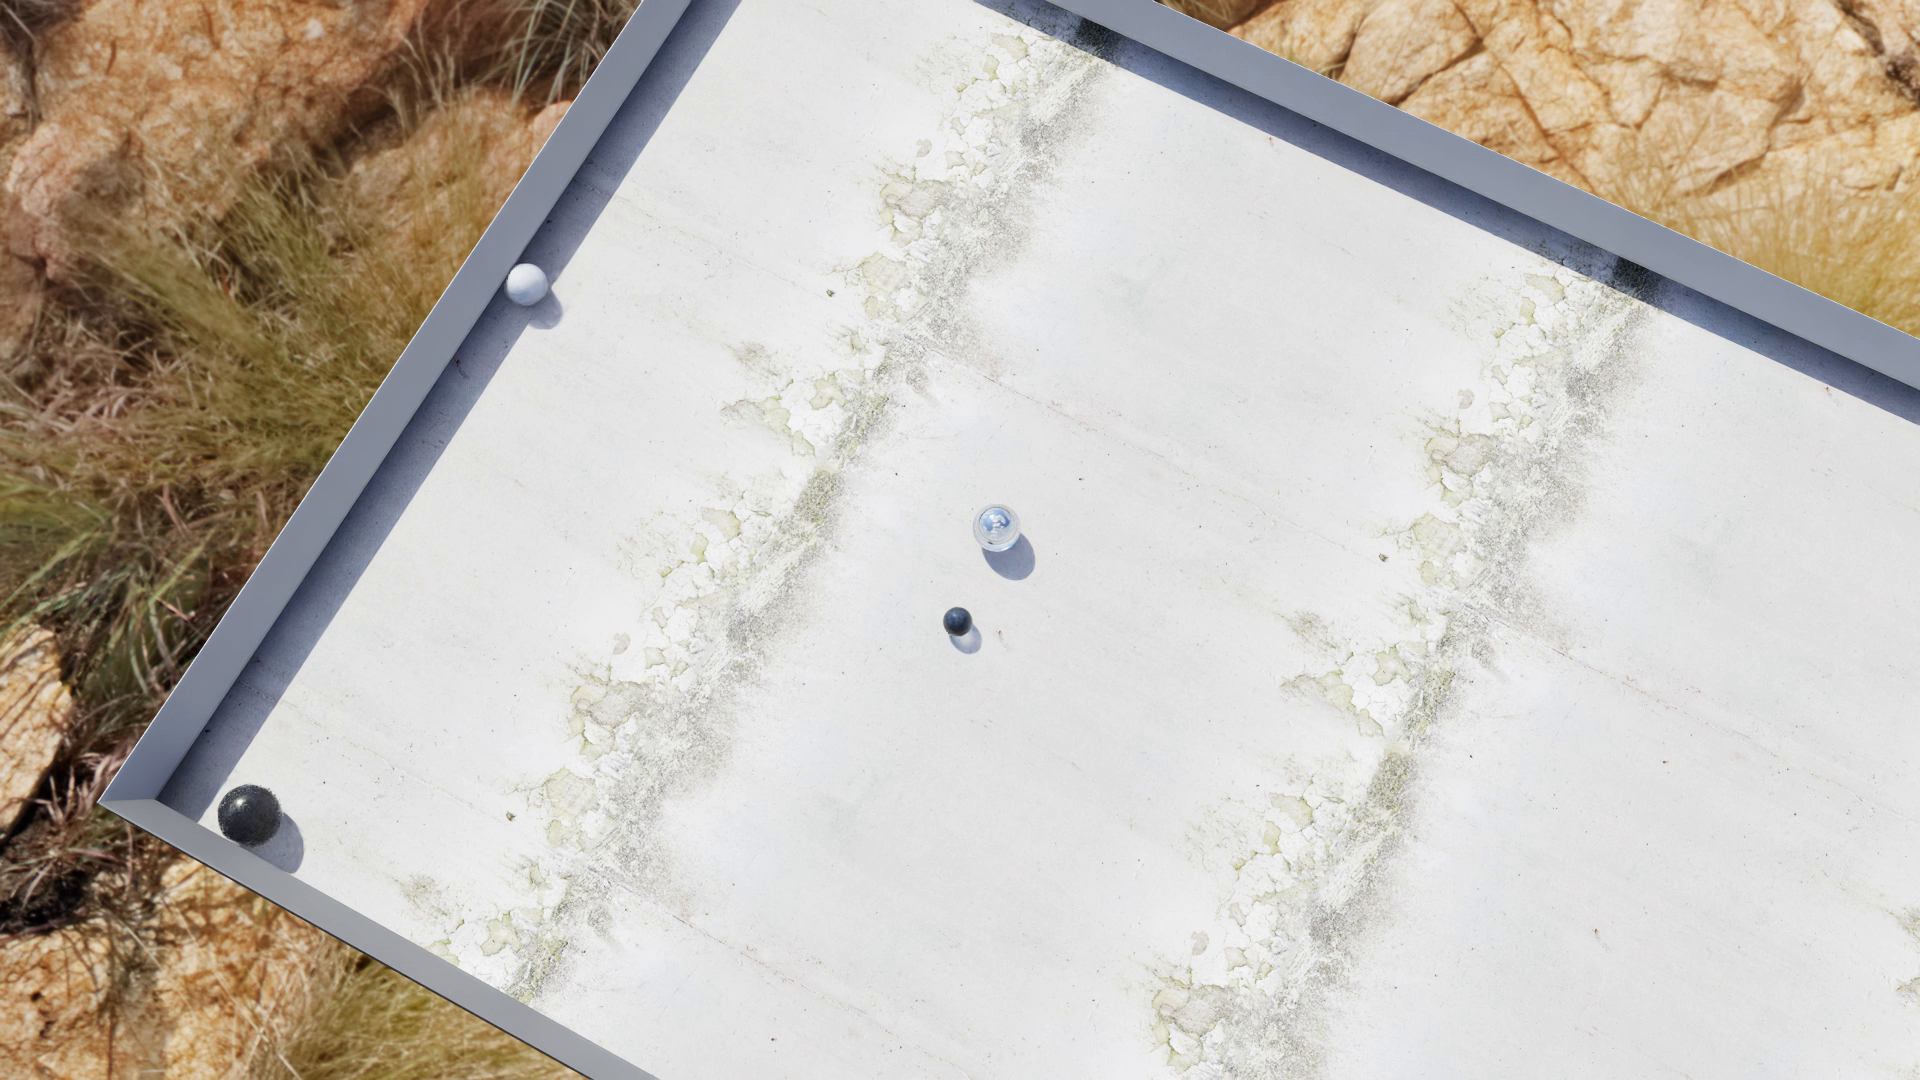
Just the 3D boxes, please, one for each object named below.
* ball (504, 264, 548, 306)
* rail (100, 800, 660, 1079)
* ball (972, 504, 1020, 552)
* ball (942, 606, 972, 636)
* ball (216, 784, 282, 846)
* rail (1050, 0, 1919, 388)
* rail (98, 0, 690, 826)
[{"bbox_3d":[-0.712,-0.420,3.611,0.069,0.069,0.069,0,69,0],"label":"ball"},{"bbox_3d":[0.359,1.182,2.983,3.645,0.119,0.045,26,72,9],"label":"rail"},{"bbox_3d":[0.057,-0.019,3.457,0.077,0.077,0.077,0,69,0],"label":"ball"},{"bbox_3d":[-0.004,0.127,3.418,0.047,0.047,0.047,0,69,0],"label":"ball"},{"bbox_3d":[-1.063,0.411,3.288,0.092,0.092,0.092,0,69,0],"label":"ball"},{"bbox_3d":[1.253,-0.405,3.578,3.645,0.119,0.045,26,72,9],"label":"rail"},{"bbox_3d":[-0.785,-0.398,3.575,0.045,0.119,1.964,26,72,9],"label":"rail"}]
